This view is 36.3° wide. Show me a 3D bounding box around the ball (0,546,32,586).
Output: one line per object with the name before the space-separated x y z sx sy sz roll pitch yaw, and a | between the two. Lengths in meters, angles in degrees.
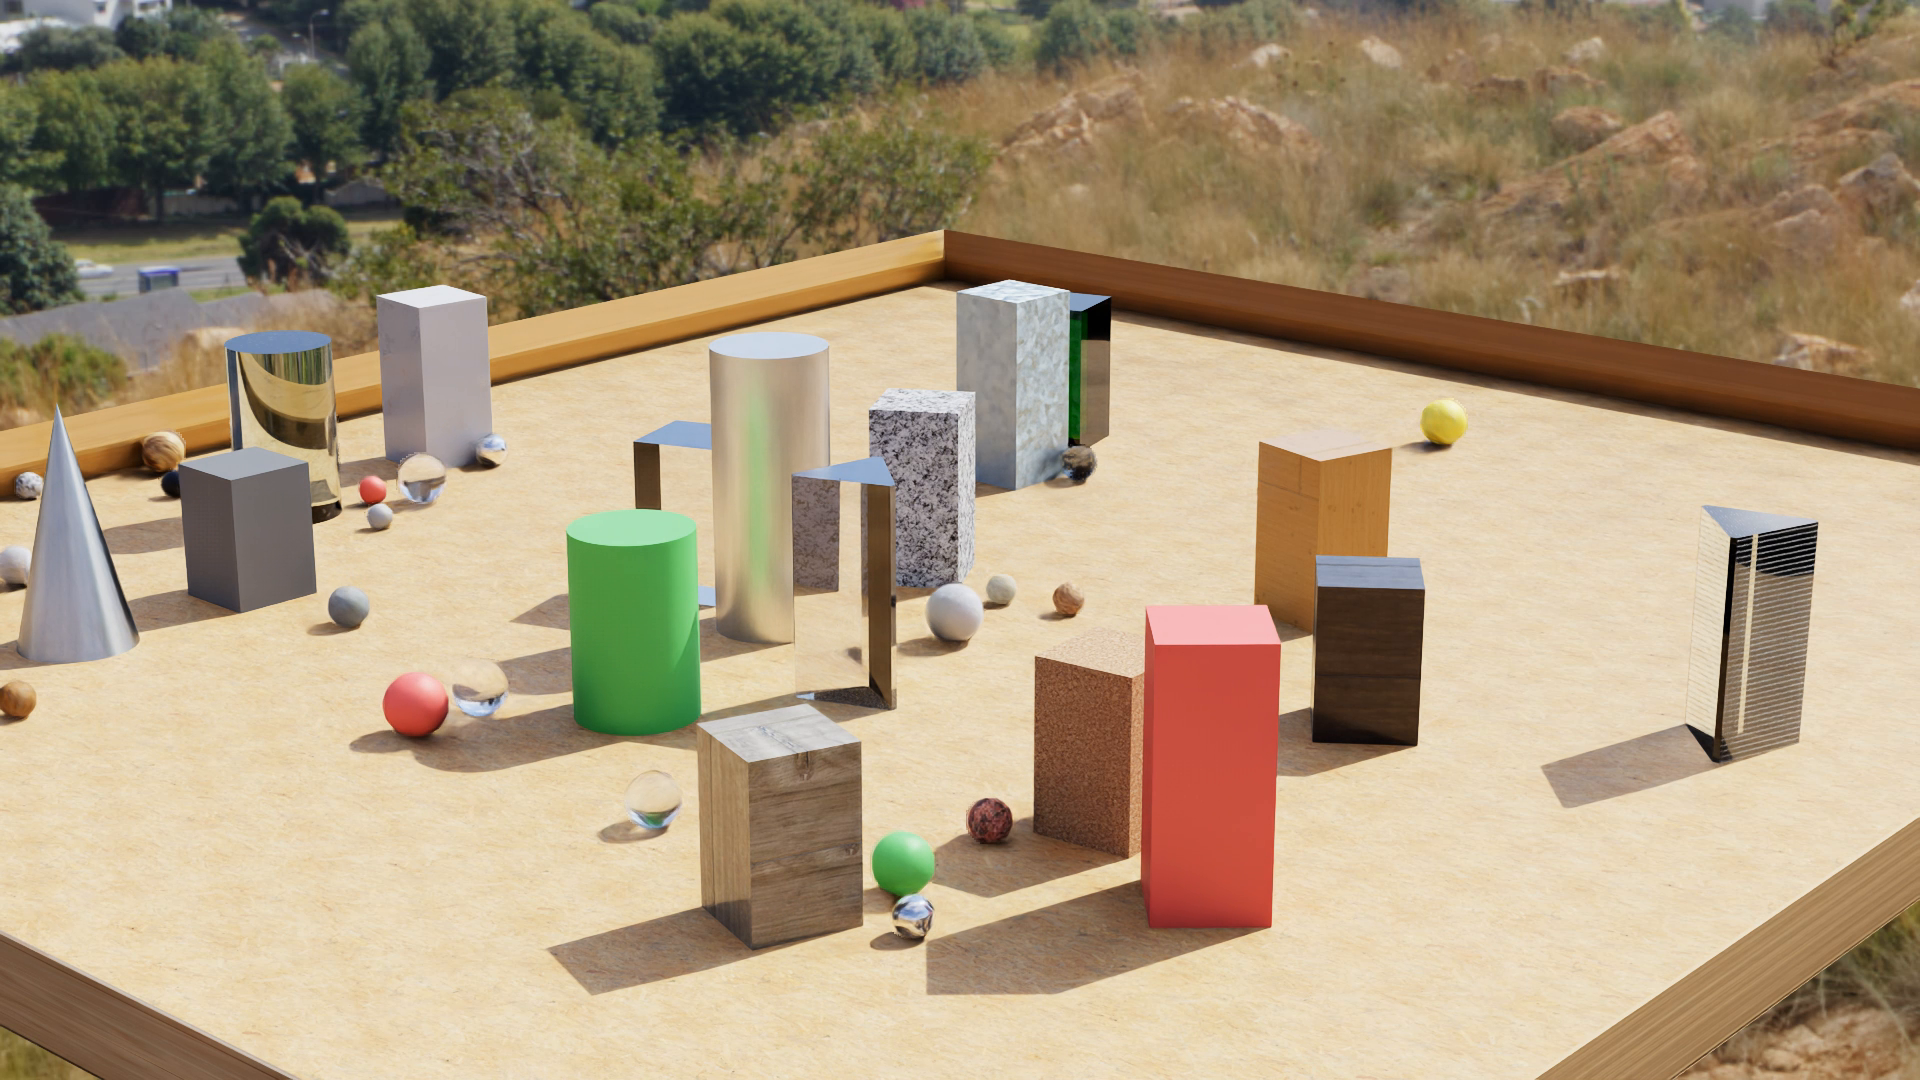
ball | -1.664 0.047 5.178 0.069 0.069 0.069 0 17 0

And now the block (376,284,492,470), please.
block | -1.065 -0.328 5.951 0.158 0.340 0.158 -15 22 -40

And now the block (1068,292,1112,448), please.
block | 0.209 -0.353 6.107 0.158 0.298 0.158 8 18 24

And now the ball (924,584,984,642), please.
ball | -0.010 0.122 4.878 0.098 0.098 0.098 0 17 0

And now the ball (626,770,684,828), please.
ball | -0.428 0.363 4.108 0.081 0.081 0.081 0 17 0

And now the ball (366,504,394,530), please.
ball | -1.091 -0.044 5.516 0.048 0.048 0.048 0 17 0

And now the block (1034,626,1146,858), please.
block | 0.213 0.279 4.075 0.158 0.262 0.158 12 20 34

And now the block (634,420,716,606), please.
block | -0.460 -0.048 5.129 0.158 0.280 0.158 7 18 21

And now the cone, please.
cone | -1.467 -0.026 4.820 0.198 0.414 0.198 0 17 0

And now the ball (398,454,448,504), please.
ball | -1.042 -0.119 5.683 0.095 0.095 0.095 0 17 0

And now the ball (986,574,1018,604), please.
ball | 0.072 0.085 5.081 0.053 0.053 0.053 0 17 0

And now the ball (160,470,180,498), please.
ball | -1.534 -0.110 5.727 0.052 0.052 0.052 0 17 0

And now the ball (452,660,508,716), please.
ball | -0.743 0.229 4.540 0.087 0.087 0.087 0 17 0

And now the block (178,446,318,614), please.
block | -1.240 -0.019 5.106 0.158 0.238 0.158 15 22 40

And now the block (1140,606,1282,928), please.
block | 0.323 0.293 3.810 0.158 0.387 0.158 0 17 -1

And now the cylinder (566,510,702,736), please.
cylinder | -0.501 0.125 4.515 0.198 0.302 0.198 0 17 0

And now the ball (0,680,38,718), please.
ball | -1.458 0.246 4.536 0.058 0.058 0.058 0 17 0

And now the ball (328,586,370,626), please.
ball | -1.034 0.111 4.962 0.070 0.070 0.070 0 17 0

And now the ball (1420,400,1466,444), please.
ball | 1.006 -0.246 6.104 0.095 0.095 0.095 0 17 0

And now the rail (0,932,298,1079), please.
rail | -1.318 0.470 3.667 3.645 0.129 0.045 14 22 39

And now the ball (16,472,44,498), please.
ball | -1.814 -0.106 5.715 0.052 0.052 0.052 0 17 0

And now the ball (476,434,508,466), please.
ball | -0.950 -0.182 5.947 0.064 0.064 0.064 0 17 0

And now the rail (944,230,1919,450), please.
rail | 1.318 -0.406 6.573 3.645 0.129 0.045 14 22 39

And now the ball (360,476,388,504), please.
ball | -1.136 -0.096 5.677 0.054 0.054 0.054 0 17 0

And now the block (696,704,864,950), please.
block | -0.232 0.368 3.788 0.158 0.255 0.158 -9 19 -27

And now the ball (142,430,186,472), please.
ball | -1.602 -0.179 5.897 0.086 0.086 0.086 0 17 0

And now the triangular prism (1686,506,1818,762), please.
triangular prism | 1.158 0.133 4.407 0.171 0.349 0.148 -10 19 -29

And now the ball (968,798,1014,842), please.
ball | 0.042 0.388 4.058 0.063 0.063 0.063 0 17 0

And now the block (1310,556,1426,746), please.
block | 0.619 0.167 4.469 0.158 0.248 0.158 2 17 5

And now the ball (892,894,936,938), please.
ball | -0.060 0.482 3.756 0.057 0.057 0.057 0 17 0

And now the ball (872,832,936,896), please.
ball | -0.075 0.429 3.884 0.085 0.085 0.085 0 17 0

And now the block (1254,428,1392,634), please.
block | 0.616 -0.017 4.989 0.158 0.301 0.158 -11 20 -32

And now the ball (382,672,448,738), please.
ball | -0.826 0.250 4.453 0.099 0.099 0.099 0 17 0

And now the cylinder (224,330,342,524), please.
cylinder | -1.286 -0.213 5.577 0.198 0.336 0.198 0 17 0

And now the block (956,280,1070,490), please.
block | 0.105 -0.310 5.829 0.158 0.376 0.158 15 22 40

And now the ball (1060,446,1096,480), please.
ball | 0.236 -0.153 5.841 0.069 0.069 0.069 0 17 0

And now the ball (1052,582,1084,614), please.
ball | 0.187 0.100 5.028 0.055 0.055 0.055 0 17 0

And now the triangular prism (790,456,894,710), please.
triangular prism | -0.154 0.062 4.617 0.171 0.363 0.148 6 18 20

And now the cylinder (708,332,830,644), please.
cylinder | -0.315 -0.088 4.903 0.198 0.487 0.198 0 17 0

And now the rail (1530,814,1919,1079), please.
rail | 1.358 0.372 3.991 0.045 0.129 4.067 14 22 39

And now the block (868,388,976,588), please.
block | -0.066 -0.092 5.205 0.158 0.320 0.158 3 17 11

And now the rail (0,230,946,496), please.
rail | -1.358 -0.308 6.249 0.045 0.129 4.067 14 22 39
